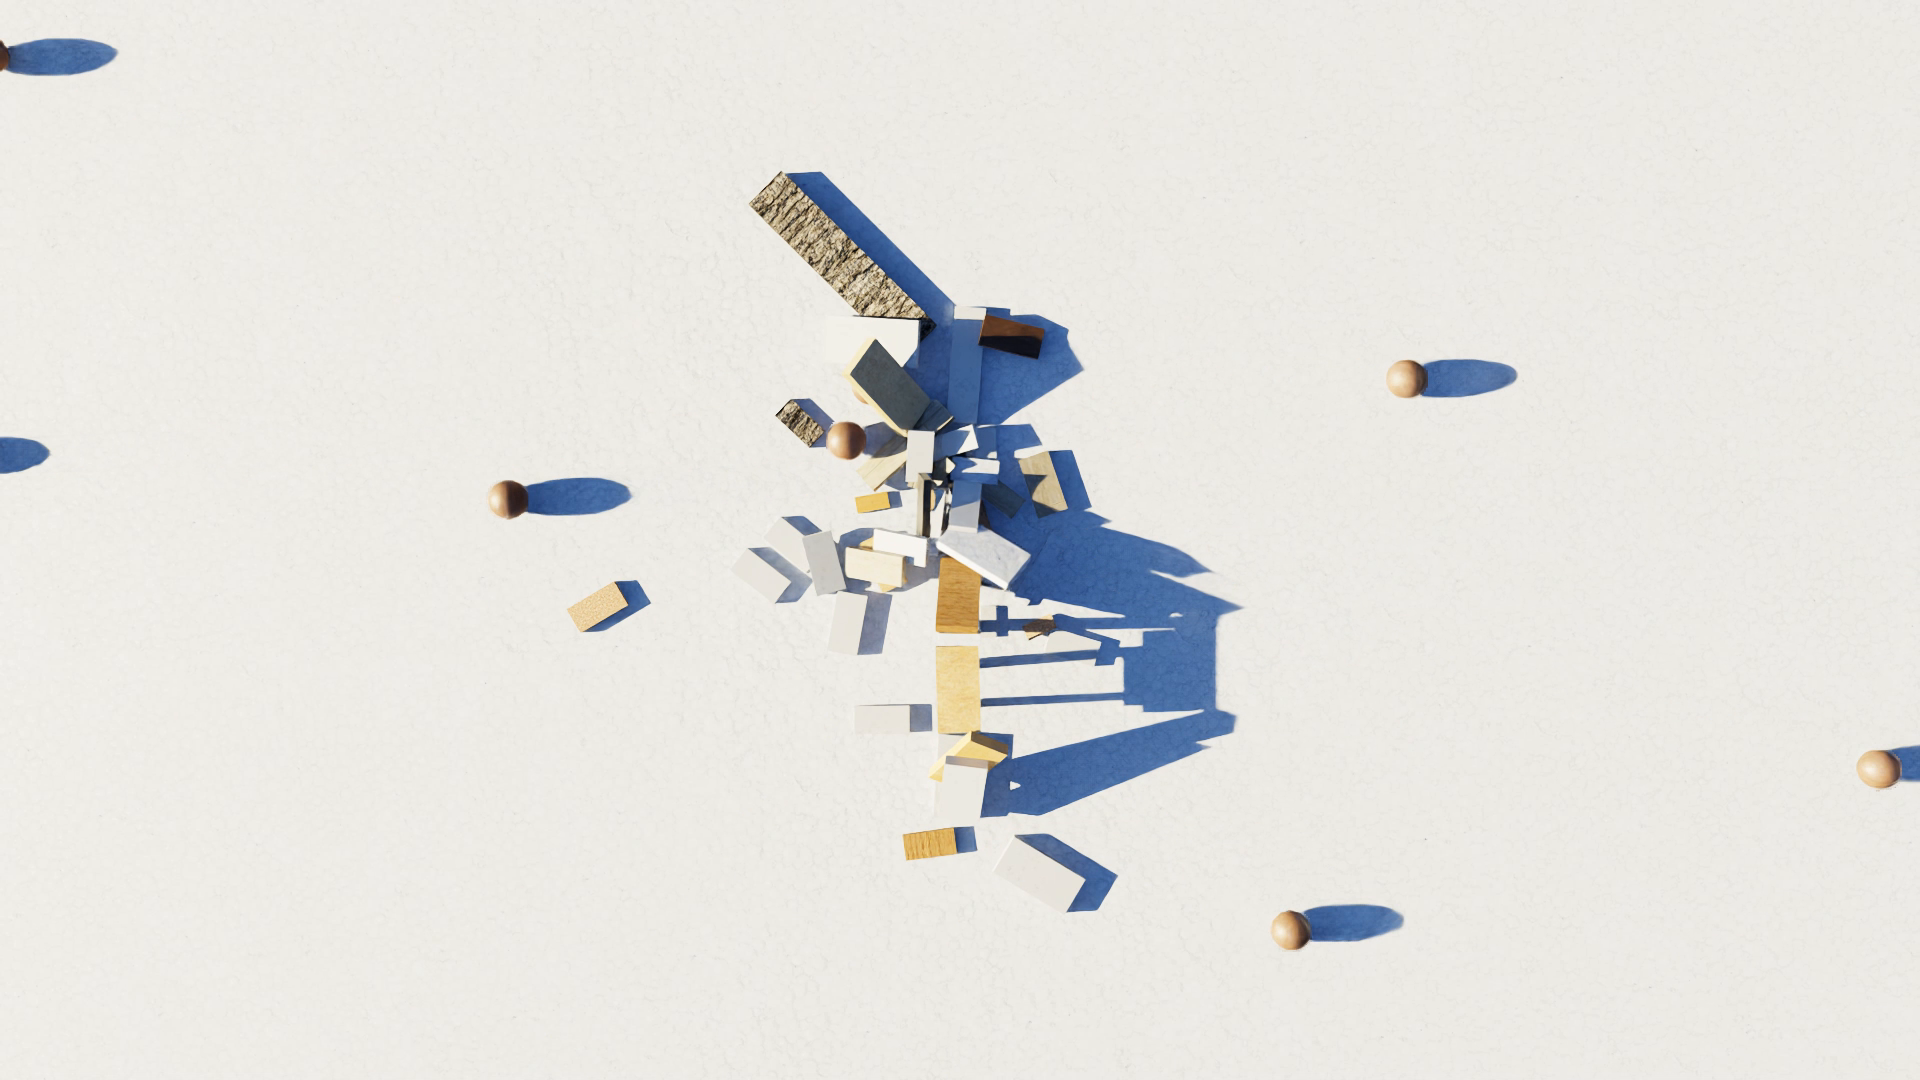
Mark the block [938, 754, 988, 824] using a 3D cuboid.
[{"bbox_3d":[0.009,0.810,5.354,0.138,0.039,0.275,7,132,0],"label":"block"}]

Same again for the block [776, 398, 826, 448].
[{"bbox_3d":[-0.532,-0.388,5.489,0.156,0.022,0.078,43,90,0],"label":"block"}]

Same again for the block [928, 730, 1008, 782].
[{"bbox_3d":[0.026,0.717,5.331,0.137,0.275,0.039,23,47,-19],"label":"block"}]

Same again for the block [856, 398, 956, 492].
[{"bbox_3d":[-0.181,-0.315,5.466,0.360,0.026,0.091,-42,71,2],"label":"block"}]

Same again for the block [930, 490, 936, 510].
[{"bbox_3d":[-0.108,-0.147,5.493,0.047,0.013,0.094,-21,90,0],"label":"block"}]

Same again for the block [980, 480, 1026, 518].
[{"bbox_3d":[0.132,-0.148,5.489,0.157,0.022,0.078,37,90,0],"label":"block"}]

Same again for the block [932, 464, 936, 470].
[{"bbox_3d":[-0.123,-0.222,5.493,0.094,0.013,0.047,-16,90,0],"label":"block"}]

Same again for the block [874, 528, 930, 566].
[{"bbox_3d":[-0.194,0.023,5.416,0.187,0.027,0.094,11,109,20],"label":"block"}]

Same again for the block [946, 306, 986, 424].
[{"bbox_3d":[0.020,-0.581,5.486,0.102,0.029,0.383,5,90,0],"label":"block"}]

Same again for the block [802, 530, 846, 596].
[{"bbox_3d":[-0.452,0.076,5.464,0.101,0.029,0.202,-15,99,-7],"label":"block"}]

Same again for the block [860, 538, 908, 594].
[{"bbox_3d":[-0.253,0.074,5.487,0.091,0.026,0.183,-24,90,0],"label":"block"}]

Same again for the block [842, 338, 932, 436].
[{"bbox_3d":[-0.237,-0.497,5.371,0.311,0.044,0.156,47,67,-34],"label":"block"}]

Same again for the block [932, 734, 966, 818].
[{"bbox_3d":[-0.012,0.786,5.480,0.138,0.039,0.275,4,90,0],"label":"block"}]

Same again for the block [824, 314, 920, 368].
[{"bbox_3d":[-0.290,-0.655,5.442,0.311,0.044,0.156,5,100,9],"label":"block"}]

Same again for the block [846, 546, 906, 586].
[{"bbox_3d":[-0.280,0.086,5.438,0.202,0.029,0.101,10,108,20],"label":"block"}]

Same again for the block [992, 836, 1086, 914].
[{"bbox_3d":[0.262,1.113,5.480,0.275,0.039,0.138,31,90,0],"label":"block"}]

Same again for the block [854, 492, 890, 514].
[{"bbox_3d":[-0.292,-0.125,5.492,0.109,0.015,0.054,-11,90,0],"label":"block"}]

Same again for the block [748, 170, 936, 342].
[{"bbox_3d":[-0.389,-0.913,5.478,0.723,0.044,0.156,45,90,0],"label":"block"}]

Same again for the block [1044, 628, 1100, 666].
[{"bbox_3d":[0.375,0.355,5.488,0.171,0.024,0.086,17,90,0],"label":"block"}]

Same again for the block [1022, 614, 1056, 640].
[{"bbox_3d":[0.264,0.289,5.479,0.104,0.015,0.052,-25,55,0],"label":"block"}]

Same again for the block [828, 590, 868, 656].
[{"bbox_3d":[-0.374,0.277,5.486,0.101,0.029,0.202,10,90,0],"label":"block"}]

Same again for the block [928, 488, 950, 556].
[{"bbox_3d":[-0.069,-0.060,5.435,0.031,0.109,0.218,8,95,6],"label":"block"}]

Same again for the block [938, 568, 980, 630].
[{"bbox_3d":[-0.004,0.192,5.383,0.134,0.268,0.038,1,129,0],"label":"block"}]

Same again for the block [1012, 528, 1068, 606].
[{"bbox_3d":[0.268,0.090,5.492,0.054,0.015,0.269,31,90,0],"label":"block"}]

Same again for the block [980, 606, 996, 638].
[{"bbox_3d":[0.095,0.272,5.493,0.052,0.015,0.104,-1,90,-1],"label":"block"}]

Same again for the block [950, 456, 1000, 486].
[{"bbox_3d":[0.049,-0.230,5.467,0.157,0.022,0.078,6,90,0],"label":"block"}]

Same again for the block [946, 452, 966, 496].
[{"bbox_3d":[-0.009,-0.234,5.489,0.078,0.022,0.157,-12,90,0],"label":"block"}]

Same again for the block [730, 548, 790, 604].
[{"bbox_3d":[-0.663,0.119,5.487,0.185,0.026,0.092,38,90,0],"label":"block"}]

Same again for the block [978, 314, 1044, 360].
[{"bbox_3d":[0.169,-0.673,5.470,0.204,0.029,0.102,13,89,-8],"label":"block"}]

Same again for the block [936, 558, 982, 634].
[{"bbox_3d":[-0.003,0.178,5.299,0.134,0.038,0.268,3,52,2],"label":"block"}]

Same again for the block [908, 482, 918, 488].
[{"bbox_3d":[-0.133,-0.224,5.465,0.054,0.015,0.109,16,105,0],"label":"block"}]

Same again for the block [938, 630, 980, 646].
[{"bbox_3d":[-0.002,0.301,5.365,0.134,0.268,0.038,1,96,0],"label":"block"}]

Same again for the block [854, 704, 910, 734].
[{"bbox_3d":[-0.260,0.597,5.487,0.185,0.026,0.092,-1,90,0],"label":"block"}]

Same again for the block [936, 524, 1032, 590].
[{"bbox_3d":[0.078,0.036,5.356,0.275,0.039,0.137,31,60,16],"label":"block"}]

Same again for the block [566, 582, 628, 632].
[{"bbox_3d":[-1.205,0.223,5.487,0.183,0.026,0.091,-31,90,0],"label":"block"}]

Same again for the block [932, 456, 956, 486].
[{"bbox_3d":[-0.057,-0.230,5.458,0.047,0.013,0.095,42,116,6],"label":"block"}]

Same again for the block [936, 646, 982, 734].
[{"bbox_3d":[-0.005,0.475,5.253,0.137,0.039,0.275,-2,90,0],"label":"block"}]

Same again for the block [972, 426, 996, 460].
[{"bbox_3d":[0.082,-0.304,5.489,0.078,0.022,0.156,-1,90,0],"label":"block"}]

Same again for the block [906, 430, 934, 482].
[{"bbox_3d":[-0.131,-0.277,5.426,0.086,0.024,0.171,3,106,-2],"label":"block"}]

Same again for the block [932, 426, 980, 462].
[{"bbox_3d":[-0.047,-0.312,5.463,0.211,0.022,0.078,-17,84,12],"label":"block"}]

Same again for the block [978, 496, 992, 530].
[{"bbox_3d":[0.048,-0.030,5.441,0.109,0.031,0.218,-15,67,-2],"label":"block"}]

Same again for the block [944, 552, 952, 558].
[{"bbox_3d":[0.002,0.103,5.414,0.109,0.031,0.218,1,47,0],"label":"block"}]

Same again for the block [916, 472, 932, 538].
[{"bbox_3d":[-0.119,-0.092,5.418,0.027,0.094,0.245,-2,107,-13],"label":"block"}]

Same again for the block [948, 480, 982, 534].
[{"bbox_3d":[0.017,-0.110,5.411,0.094,0.027,0.187,7,54,-1],"label":"block"}]

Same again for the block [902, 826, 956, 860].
[{"bbox_3d":[-0.101,1.011,5.488,0.171,0.024,0.086,-8,90,0],"label":"block"}]

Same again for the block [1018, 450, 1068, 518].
[{"bbox_3d":[0.276,-0.184,5.486,0.102,0.029,0.204,-19,90,0],"label":"block"}]

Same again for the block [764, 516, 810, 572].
[{"bbox_3d":[-0.554,0.016,5.487,0.185,0.026,0.092,39,90,0],"label":"block"}]
